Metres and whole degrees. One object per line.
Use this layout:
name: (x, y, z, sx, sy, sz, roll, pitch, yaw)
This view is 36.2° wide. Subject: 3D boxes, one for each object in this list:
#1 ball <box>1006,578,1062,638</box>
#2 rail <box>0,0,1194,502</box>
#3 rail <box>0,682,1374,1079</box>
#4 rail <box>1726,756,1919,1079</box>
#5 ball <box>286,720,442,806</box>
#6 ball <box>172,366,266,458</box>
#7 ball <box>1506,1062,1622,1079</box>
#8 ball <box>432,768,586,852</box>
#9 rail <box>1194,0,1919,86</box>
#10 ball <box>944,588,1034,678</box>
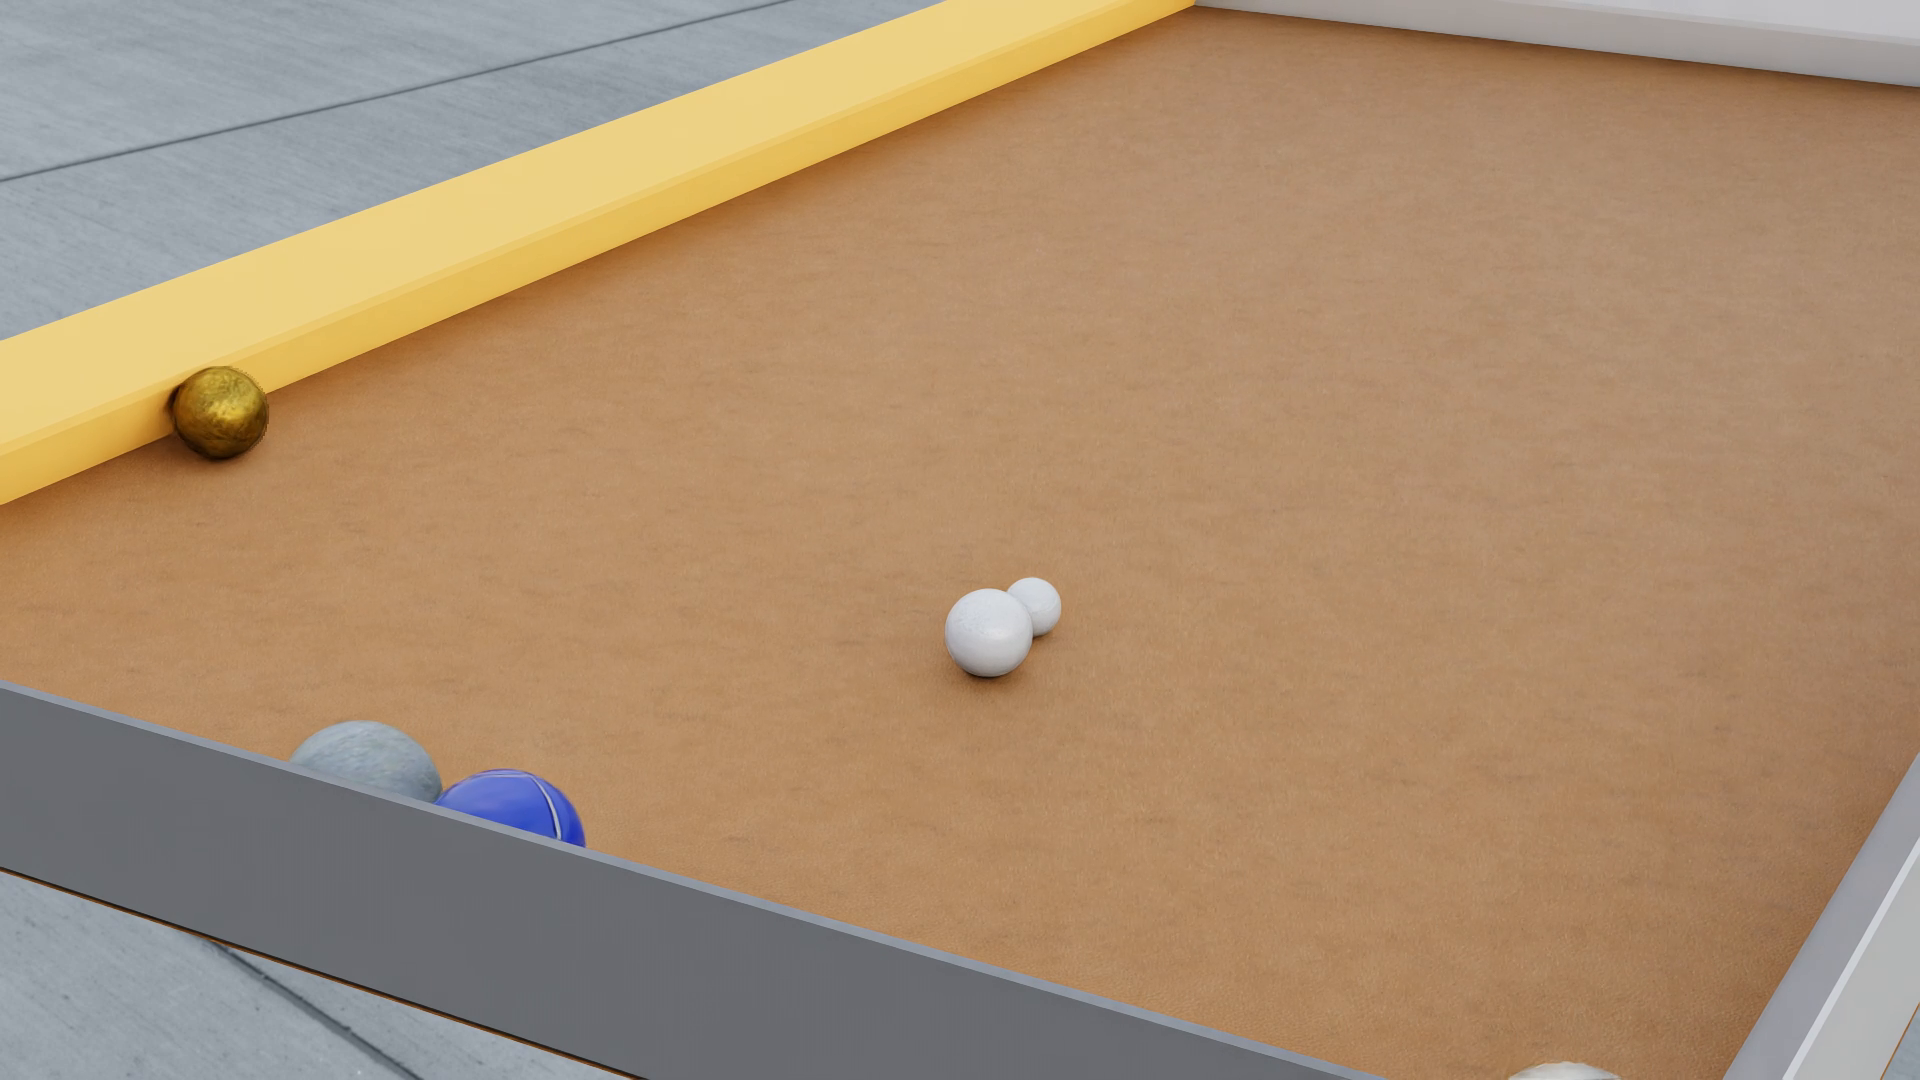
ball: (0.048, 0.045, 1.984, 0.040, 0.040, 0.040, 0, 22, 0)
rail: (-0.290, -0.354, 2.857, 0.045, 0.122, 2.503, 12, 25, 27)
rail: (-0.297, 0.176, 1.552, 1.425, 0.122, 0.045, 12, 25, 27)
rail: (0.908, -0.098, 2.226, 0.045, 0.122, 2.503, 12, 25, 27)
ball: (-0.339, 0.149, 1.658, 0.094, 0.094, 0.094, 0, 22, 0)
ball: (-0.579, -0.100, 2.301, 0.072, 0.072, 0.072, 0, 22, 0)
ball: (0.274, 0.283, 1.329, 0.093, 0.093, 0.093, 0, 22, 0)
ball: (-0.250, 0.171, 1.605, 0.093, 0.093, 0.093, 0, 22, 0)
rail: (0.916, -0.627, 3.530, 1.425, 0.122, 0.045, 12, 25, 27)
ball: (0.019, 0.061, 1.924, 0.058, 0.058, 0.058, 0, 22, 0)
